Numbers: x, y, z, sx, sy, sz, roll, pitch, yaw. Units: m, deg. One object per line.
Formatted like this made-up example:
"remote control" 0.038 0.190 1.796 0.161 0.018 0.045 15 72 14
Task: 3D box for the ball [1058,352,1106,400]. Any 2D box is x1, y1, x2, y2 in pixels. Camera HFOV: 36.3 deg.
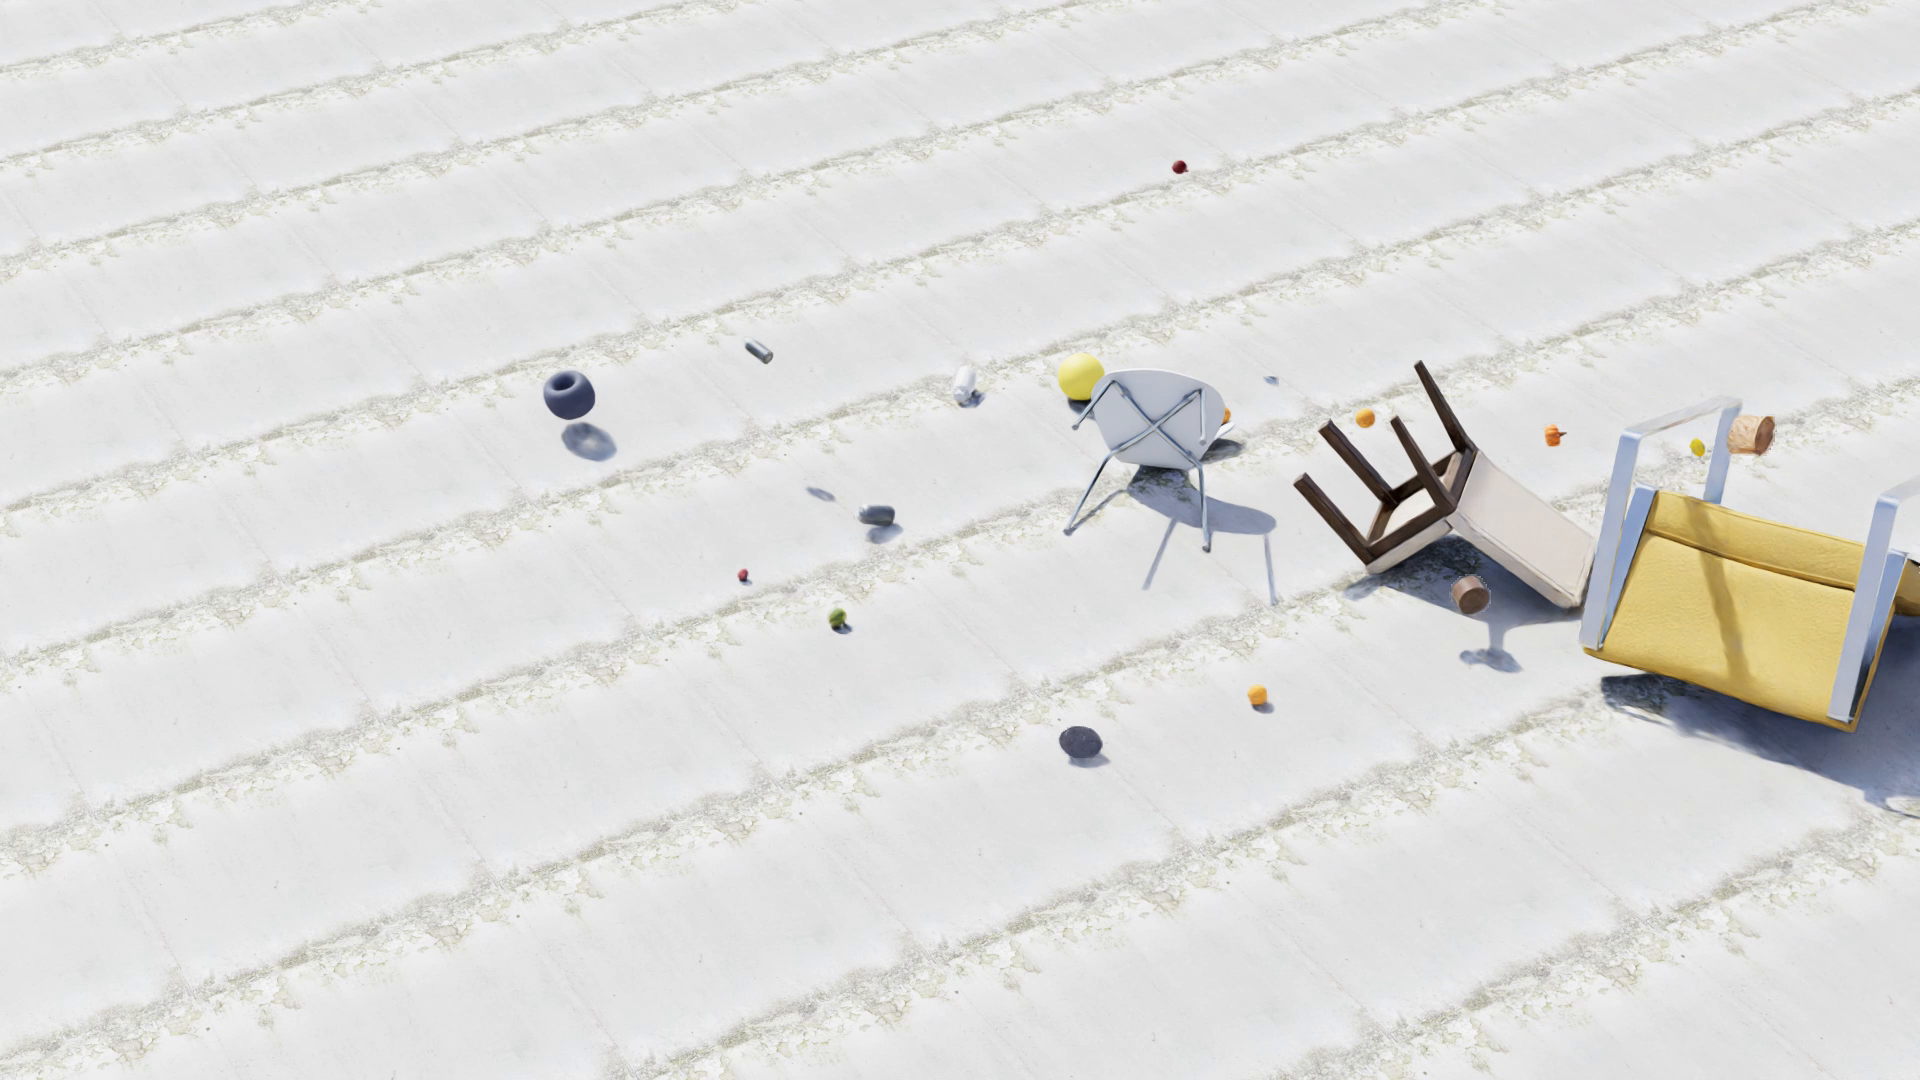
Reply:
"ball" 0.487 -0.655 11.764 0.192 0.192 0.192 0 33 0

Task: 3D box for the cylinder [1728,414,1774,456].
"cylinder" 2.813 -0.374 10.430 0.083 0.149 0.128 26 -11 -30

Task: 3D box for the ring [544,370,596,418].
"ring" -1.538 -0.572 11.538 0.192 0.129 0.261 -31 32 -15

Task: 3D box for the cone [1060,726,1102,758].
"cone" 0.395 0.654 9.901 0.149 0.114 0.179 14 13 -10

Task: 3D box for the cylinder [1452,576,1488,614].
"cylinder" 1.794 0.195 10.309 0.112 0.106 0.074 -33 32 7
